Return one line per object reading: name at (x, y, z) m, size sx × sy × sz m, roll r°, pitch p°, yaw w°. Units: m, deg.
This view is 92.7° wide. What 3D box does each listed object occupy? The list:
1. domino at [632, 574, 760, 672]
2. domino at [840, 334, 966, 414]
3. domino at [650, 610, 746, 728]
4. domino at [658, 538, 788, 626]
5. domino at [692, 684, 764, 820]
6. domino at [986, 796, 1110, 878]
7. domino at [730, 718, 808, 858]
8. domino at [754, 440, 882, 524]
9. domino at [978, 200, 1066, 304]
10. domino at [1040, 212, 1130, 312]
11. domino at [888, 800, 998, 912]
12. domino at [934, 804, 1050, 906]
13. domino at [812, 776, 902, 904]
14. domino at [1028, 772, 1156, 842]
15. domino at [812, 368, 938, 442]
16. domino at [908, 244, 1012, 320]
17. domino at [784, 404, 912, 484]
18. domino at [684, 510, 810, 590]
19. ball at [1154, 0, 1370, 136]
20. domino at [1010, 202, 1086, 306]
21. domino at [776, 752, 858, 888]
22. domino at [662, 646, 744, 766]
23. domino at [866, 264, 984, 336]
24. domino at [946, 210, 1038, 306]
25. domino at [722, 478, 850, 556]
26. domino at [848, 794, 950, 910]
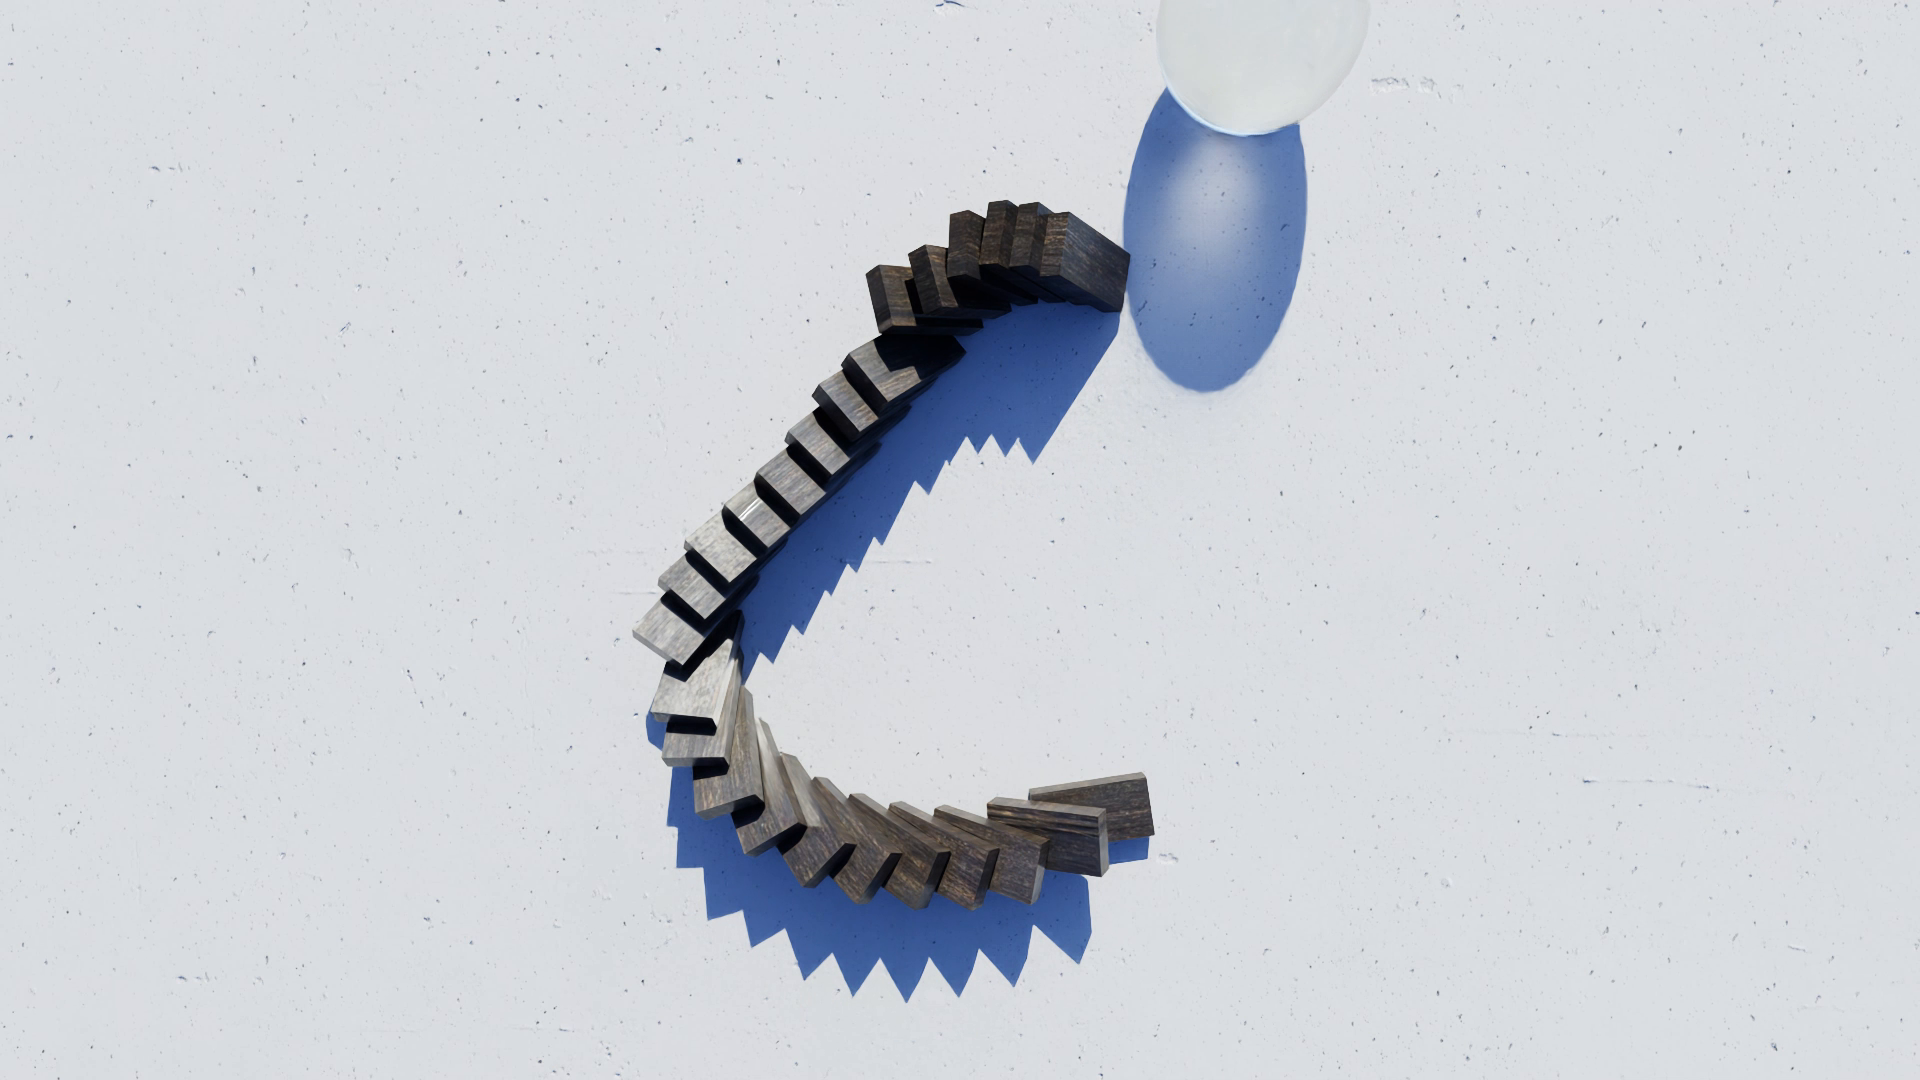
domino at (-0.110, 0.027, 0.383) m, size 0.025 × 0.010 × 0.050 m, roll 35°, pitch 59°, yaw 2°
domino at (-0.023, -0.075, 0.382) m, size 0.025 × 0.009 × 0.050 m, roll 51°, pitch 54°, yaw 0°
domino at (-0.108, 0.052, 0.381) m, size 0.025 × 0.009 × 0.050 m, roll 5°, pitch 55°, yaw 2°
domino at (-0.099, 0.009, 0.383) m, size 0.025 × 0.010 × 0.050 m, roll 42°, pitch 60°, yaw 0°
domino at (-0.098, 0.088, 0.381) m, size 0.025 × 0.010 × 0.050 m, roll -18°, pitch 53°, yaw 2°
domino at (0.036, 0.123, 0.383) m, size 0.050 × 0.010 × 0.025 m, roll -2°, pitch 93°, yaw 28°
domino at (-0.085, 0.103, 0.383) m, size 0.025 × 0.010 × 0.050 m, roll -31°, pitch 59°, yaw 0°
domino at (-0.059, -0.033, 0.383) m, size 0.025 × 0.010 × 0.050 m, roll 45°, pitch 60°, yaw 0°
domino at (0.028, -0.118, 0.378) m, size 0.010 × 0.050 × 0.025 m, roll 9°, pitch 90°, yaw 39°
domino at (0.052, -0.113, 0.378) m, size 0.010 × 0.050 × 0.025 m, roll 9°, pitch 90°, yaw 39°
domino at (-0.010, 0.131, 0.383) m, size 0.050 × 0.009 × 0.025 m, roll 16°, pitch 90°, yaw 30°
domino at (0.011, 0.131, 0.384) m, size 0.050 × 0.010 × 0.025 m, roll 10°, pitch 90°, yaw 27°
domino at (-0.050, 0.125, 0.382) m, size 0.050 × 0.010 × 0.025 m, roll 34°, pitch 90°, yaw 33°
domino at (0.057, 0.117, 0.395) m, size 0.050 × 0.010 × 0.025 m, roll -9°, pitch 90°, yaw 0°
domino at (-0.035, -0.064, 0.381) m, size 0.025 × 0.010 × 0.050 m, roll 49°, pitch 54°, yaw 0°
domino at (0.001, -0.105, 0.377) m, size 0.010 × 0.050 × 0.025 m, roll -15°, pitch 90°, yaw 37°
domino at (-0.046, -0.049, 0.384) m, size 0.025 × 0.009 × 0.050 m, roll 45°, pitch 61°, yaw 0°
domino at (-0.088, -0.005, 0.383) m, size 0.025 × 0.009 × 0.050 m, roll 43°, pitch 60°, yaw 2°
ball at (0.118, -0.202, 0.360) m, size 0.080 × 0.080 × 0.080 m, roll 0°, pitch 90°, yaw 0°
domino at (0.040, -0.117, 0.377) m, size 0.010 × 0.050 × 0.025 m, roll 9°, pitch 89°, yaw 39°
domino at (-0.067, 0.116, 0.382) m, size 0.025 × 0.010 × 0.050 m, roll -46°, pitch 57°, yaw 1°
domino at (-0.106, 0.069, 0.382) m, size 0.025 × 0.010 × 0.050 m, roll -1°, pitch 55°, yaw 0°
domino at (-0.014, -0.099, 0.379) m, size 0.050 × 0.010 × 0.025 m, roll -11°, pitch 86°, yaw -42°
domino at (0.015, -0.115, 0.378) m, size 0.010 × 0.050 × 0.025 m, roll 3°, pitch 90°, yaw 39°
domino at (-0.072, -0.019, 0.383) m, size 0.025 × 0.009 × 0.050 m, roll 45°, pitch 60°, yaw 0°
domino at (-0.030, 0.129, 0.382) m, size 0.050 × 0.010 × 0.025 m, roll 22°, pitch 90°, yaw 34°
